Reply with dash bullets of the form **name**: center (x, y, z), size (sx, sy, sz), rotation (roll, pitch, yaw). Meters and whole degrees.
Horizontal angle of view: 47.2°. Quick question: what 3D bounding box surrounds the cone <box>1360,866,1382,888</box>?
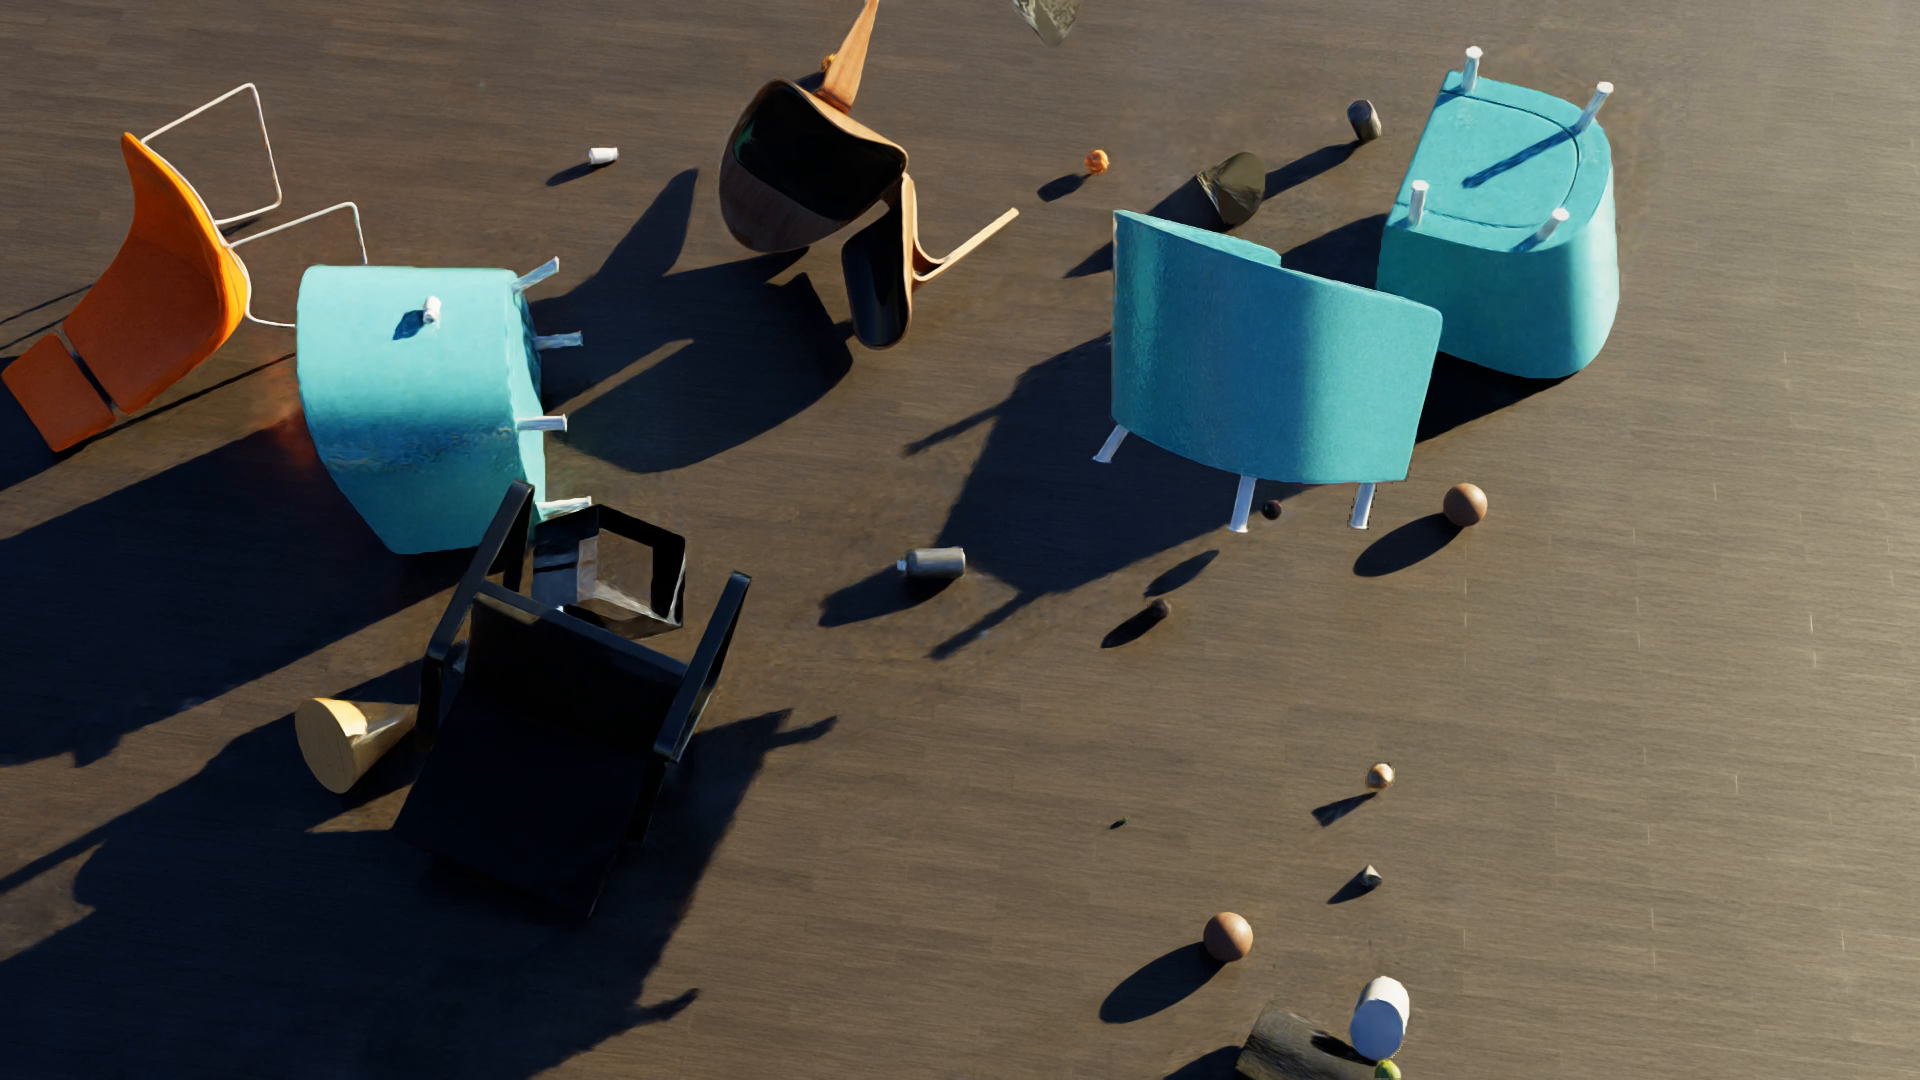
- **cone**: center (1.110, 0.901, 5.956), size (0.062, 0.047, 0.063), rotation (12, 35, -6)

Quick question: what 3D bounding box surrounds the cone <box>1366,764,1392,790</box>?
- **cone**: center (1.170, 0.661, 6.065), size (0.084, 0.076, 0.047), rotation (-11, 15, -19)

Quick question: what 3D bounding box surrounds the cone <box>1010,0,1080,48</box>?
- **cone**: center (0.222, -1.766, 7.097), size (0.234, 0.312, 0.267), rotation (19, 21, 31)

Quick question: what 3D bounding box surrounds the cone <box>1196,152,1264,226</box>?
- **cone**: center (0.857, -1.189, 7.308), size (0.211, 0.242, 0.231), rotation (-10, 24, -34)

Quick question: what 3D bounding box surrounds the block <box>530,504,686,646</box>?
- **block**: center (-0.991, 0.102, 6.216), size (0.256, 0.343, 0.272), rotation (-15, 65, 34)

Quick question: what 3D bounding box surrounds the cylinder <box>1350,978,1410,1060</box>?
- **cylinder**: center (1.052, 1.197, 5.504), size (0.131, 0.164, 0.160), rotation (14, 102, 14)

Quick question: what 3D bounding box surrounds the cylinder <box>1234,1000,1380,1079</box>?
- **cylinder**: center (0.869, 1.316, 5.519), size (0.308, 0.289, 0.191), rotation (27, 88, 14)

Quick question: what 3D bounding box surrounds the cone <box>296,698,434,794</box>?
- **cone**: center (-1.620, 0.518, 6.145), size (0.348, 0.276, 0.320), rotation (-20, 18, -40)
